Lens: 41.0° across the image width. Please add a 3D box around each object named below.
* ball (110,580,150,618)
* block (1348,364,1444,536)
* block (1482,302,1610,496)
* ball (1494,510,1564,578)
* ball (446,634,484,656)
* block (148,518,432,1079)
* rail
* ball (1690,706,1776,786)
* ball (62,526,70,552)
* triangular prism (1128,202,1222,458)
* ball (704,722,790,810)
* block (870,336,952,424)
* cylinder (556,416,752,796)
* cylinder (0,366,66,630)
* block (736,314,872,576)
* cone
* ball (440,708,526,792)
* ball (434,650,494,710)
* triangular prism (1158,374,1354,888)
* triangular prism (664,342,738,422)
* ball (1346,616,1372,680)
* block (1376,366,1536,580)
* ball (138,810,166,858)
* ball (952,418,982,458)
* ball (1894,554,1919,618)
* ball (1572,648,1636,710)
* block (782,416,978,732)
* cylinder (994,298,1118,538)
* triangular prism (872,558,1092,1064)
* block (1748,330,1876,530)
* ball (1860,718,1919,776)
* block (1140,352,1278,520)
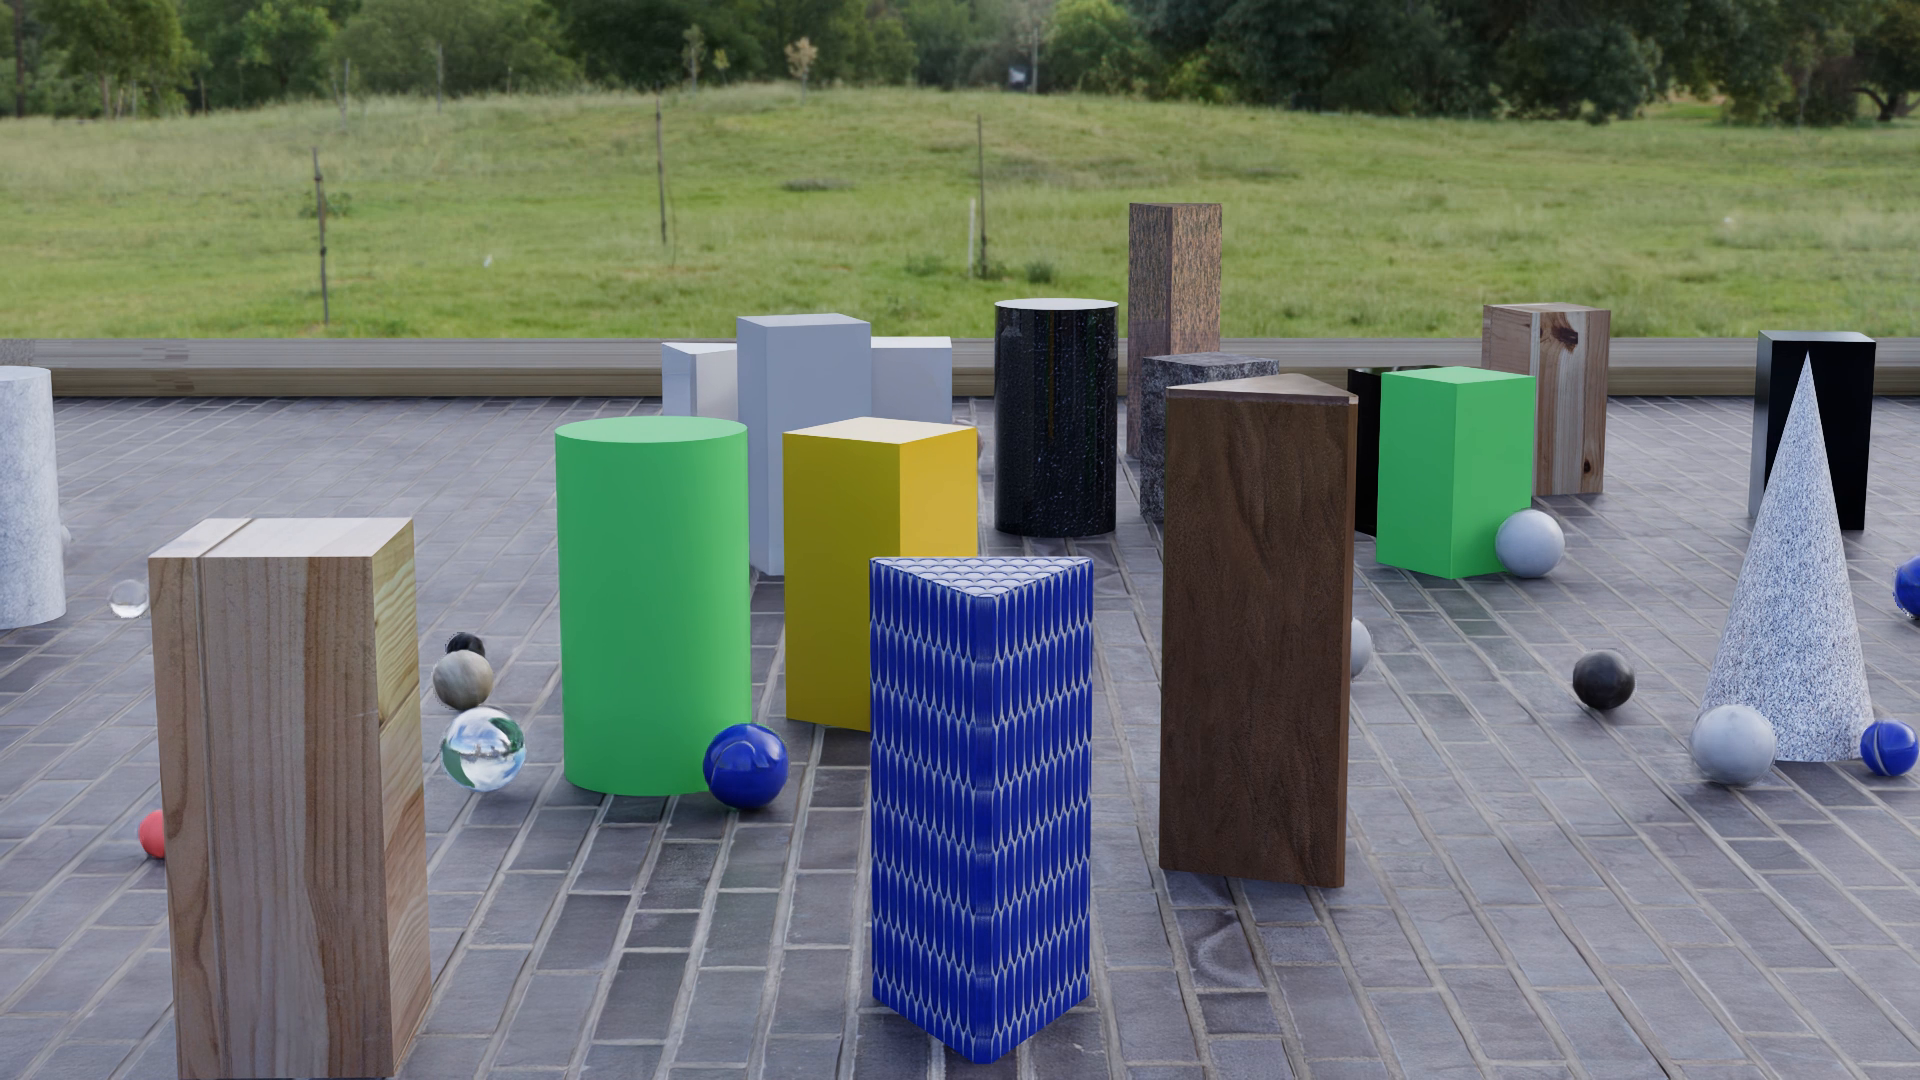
[{"bbox_3d":[-1.105,0.078,3.415,0.051,0.051,0.051,0,11,0],"label":"ball"},{"bbox_3d":[0.713,-0.138,4.027,0.156,0.253,0.156,-4,11,-21],"label":"block"},{"bbox_3d":[1.010,-0.246,4.445,0.156,0.314,0.156,-3,11,-18],"label":"block"},{"bbox_3d":[0.817,0.005,3.683,0.098,0.098,0.098,0,11,0],"label":"ball"},{"bbox_3d":[-0.601,0.136,3.119,0.045,0.045,0.045,0,11,0],"label":"ball"},{"bbox_3d":[-0.492,0.187,1.909,0.156,0.386,0.156,0,11,-1],"label":"block"},{"bbox_3d":[-0.013,-0.381,5.677,4.407,0.127,0.045,0,11,0],"label":"rail"},{"bbox_3d":[0.789,0.210,2.619,0.083,0.083,0.083,0,11,0],"label":"ball"},{"bbox_3d":[-1.362,-0.002,3.854,0.049,0.049,0.049,0,11,0],"label":"ball"},{"bbox_3d":[0.374,-0.388,4.777,0.146,0.472,0.169,8,13,38],"label":"triangular prism"},{"bbox_3d":[-0.211,0.224,2.537,0.086,0.086,0.086,0,11,0],"label":"ball"},{"bbox_3d":[-0.092,-0.159,4.012,0.156,0.301,0.156,0,11,-1],"label":"block"},{"bbox_3d":[-0.315,0.064,2.649,0.195,0.360,0.195,0,11,0],"label":"cylinder"},{"bbox_3d":[-1.298,-0.058,3.403,0.195,0.325,0.195,0,11,0],"label":"cylinder"},{"bbox_3d":[-0.229,-0.143,3.763,0.156,0.360,0.156,-4,11,-20],"label":"block"},{"bbox_3d":[0.903,0.007,2.771,0.195,0.426,0.195,0,11,0],"label":"cone"},{"bbox_3d":[-0.483,0.212,2.598,0.086,0.086,0.086,0,11,0],"label":"ball"},{"bbox_3d":[-0.567,0.160,2.931,0.068,0.068,0.068,0,11,0],"label":"ball"},{"bbox_3d":[0.287,0.076,2.355,0.169,0.443,0.146,4,11,20],"label":"triangular prism"},{"bbox_3d":[-0.403,-0.150,3.960,0.146,0.301,0.169,8,13,38],"label":"triangular prism"},{"bbox_3d":[0.451,0.128,3.064,0.081,0.081,0.081,0,11,0],"label":"ball"},{"bbox_3d":[0.724,-0.102,3.755,0.156,0.282,0.156,-7,13,-33],"label":"block"},{"bbox_3d":[-0.740,0.273,2.384,0.045,0.045,0.045,0,11,0],"label":"ball"},{"bbox_3d":[-0.006,-0.173,4.653,0.095,0.095,0.095,0,11,0],"label":"ball"},{"bbox_3d":[1.288,0.061,3.404,0.090,0.090,0.090,0,11,0],"label":"ball"},{"bbox_3d":[0.735,0.159,2.929,0.070,0.070,0.070,0,11,0],"label":"ball"},{"bbox_3d":[-0.088,0.037,2.888,0.156,0.325,0.156,7,12,32],"label":"block"},{"bbox_3d":[0.152,-0.196,4.061,0.195,0.355,0.195,0,11,0],"label":"cylinder"},{"bbox_3d":[0.038,0.194,1.969,0.146,0.352,0.169,-6,12,-30],"label":"triangular prism"},{"bbox_3d":[1.366,-0.179,4.121,0.156,0.299,0.156,2,11,9],"label":"block"},{"bbox_3d":[0.964,0.214,2.661,0.059,0.059,0.059,0,11,0],"label":"ball"},{"bbox_3d":[0.403,-0.165,4.159,0.156,0.258,0.156,-7,13,-34],"label":"block"}]
